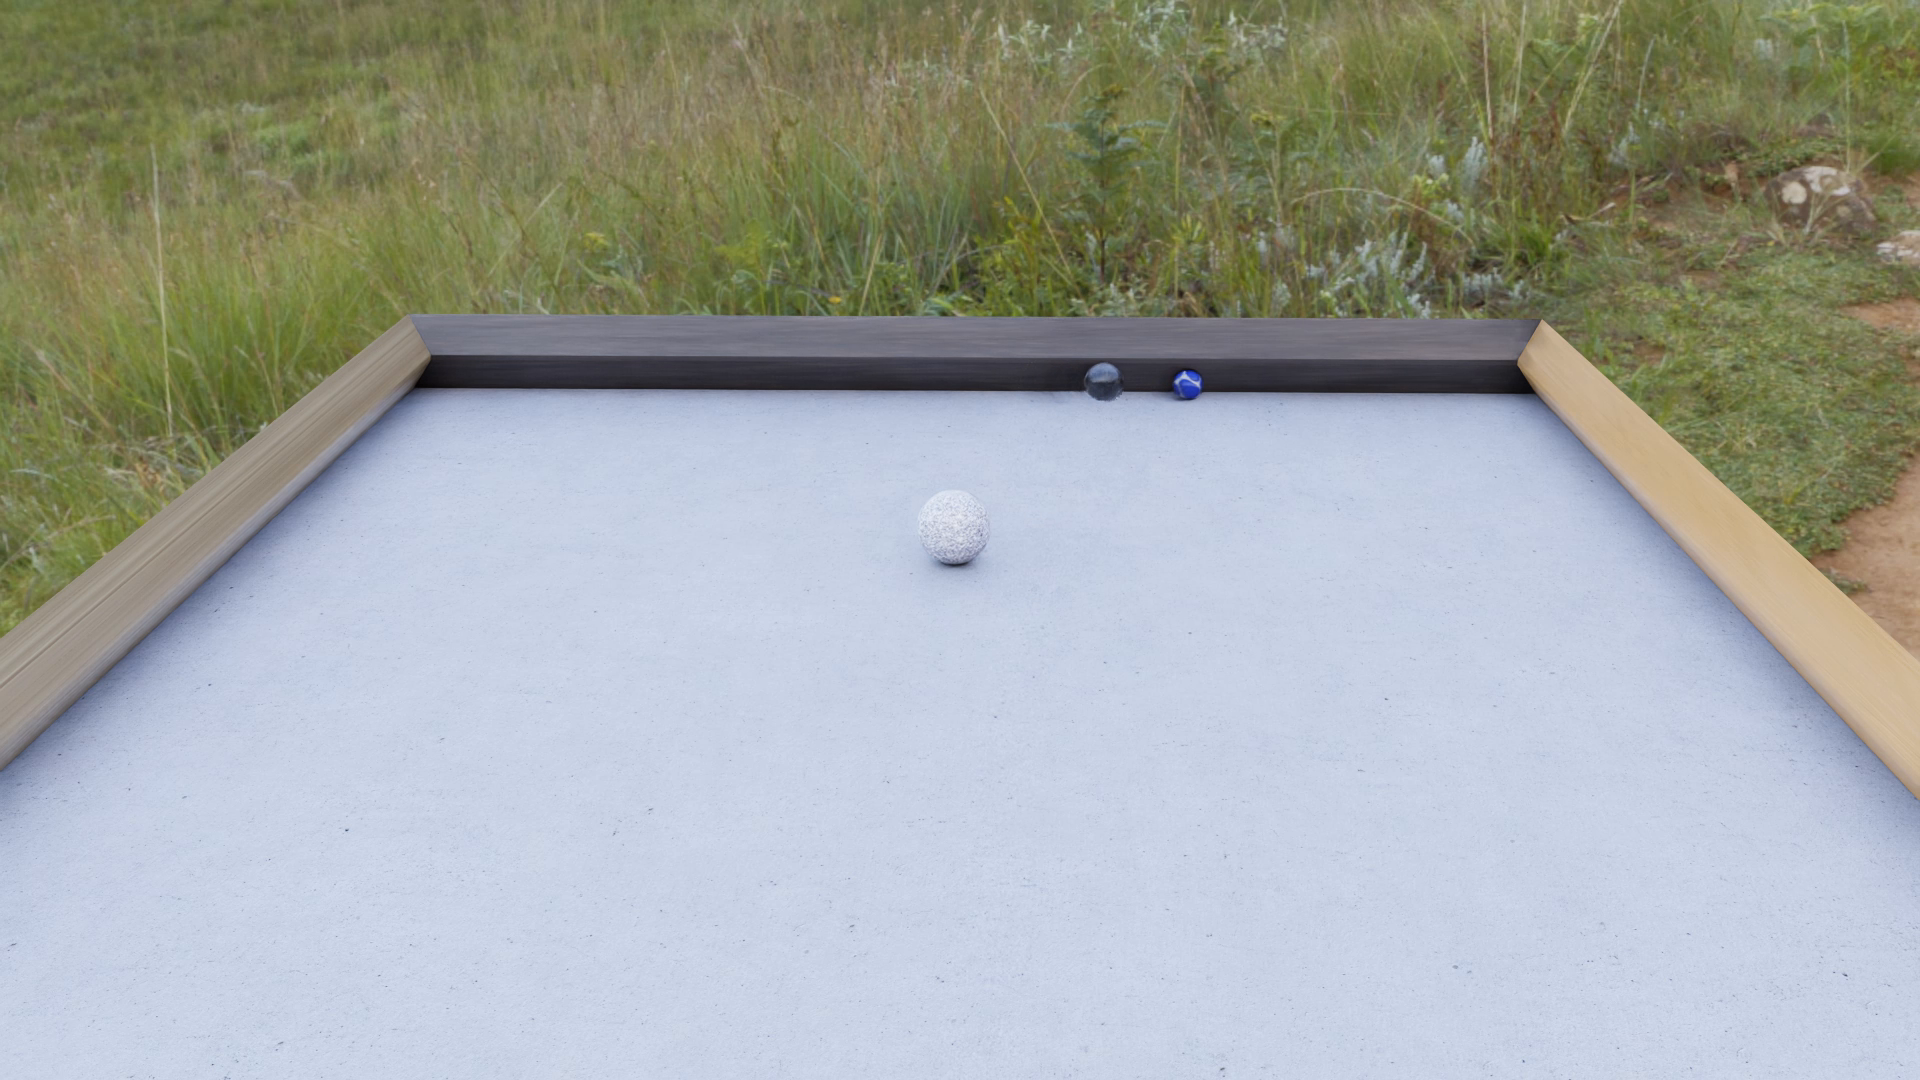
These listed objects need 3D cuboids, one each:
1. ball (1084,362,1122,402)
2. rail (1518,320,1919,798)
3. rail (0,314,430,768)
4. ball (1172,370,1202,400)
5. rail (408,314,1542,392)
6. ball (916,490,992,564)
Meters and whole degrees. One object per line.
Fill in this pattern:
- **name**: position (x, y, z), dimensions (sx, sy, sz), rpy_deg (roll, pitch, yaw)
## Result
- **ball**: position (0.224, -0.247, 3.442), dimensions (0.061, 0.061, 0.061), rpy_deg (0, 18, 0)
- **rail**: position (0.856, 0.253, 1.785), dimensions (0.045, 0.119, 3.563), rpy_deg (0, 18, 1)
- **rail**: position (-0.895, 0.241, 1.821), dimensions (0.045, 0.119, 3.563), rpy_deg (0, 18, 1)
- **ball**: position (0.357, -0.244, 3.456), dimensions (0.046, 0.046, 0.046), rpy_deg (0, 18, 0)
- **rail**: position (0.019, -0.290, 3.476), dimensions (1.799, 0.119, 0.045), rpy_deg (0, 18, 1)
- **ball**: position (-0.007, -0.016, 2.671), dimensions (0.092, 0.092, 0.092), rpy_deg (0, 18, 0)
